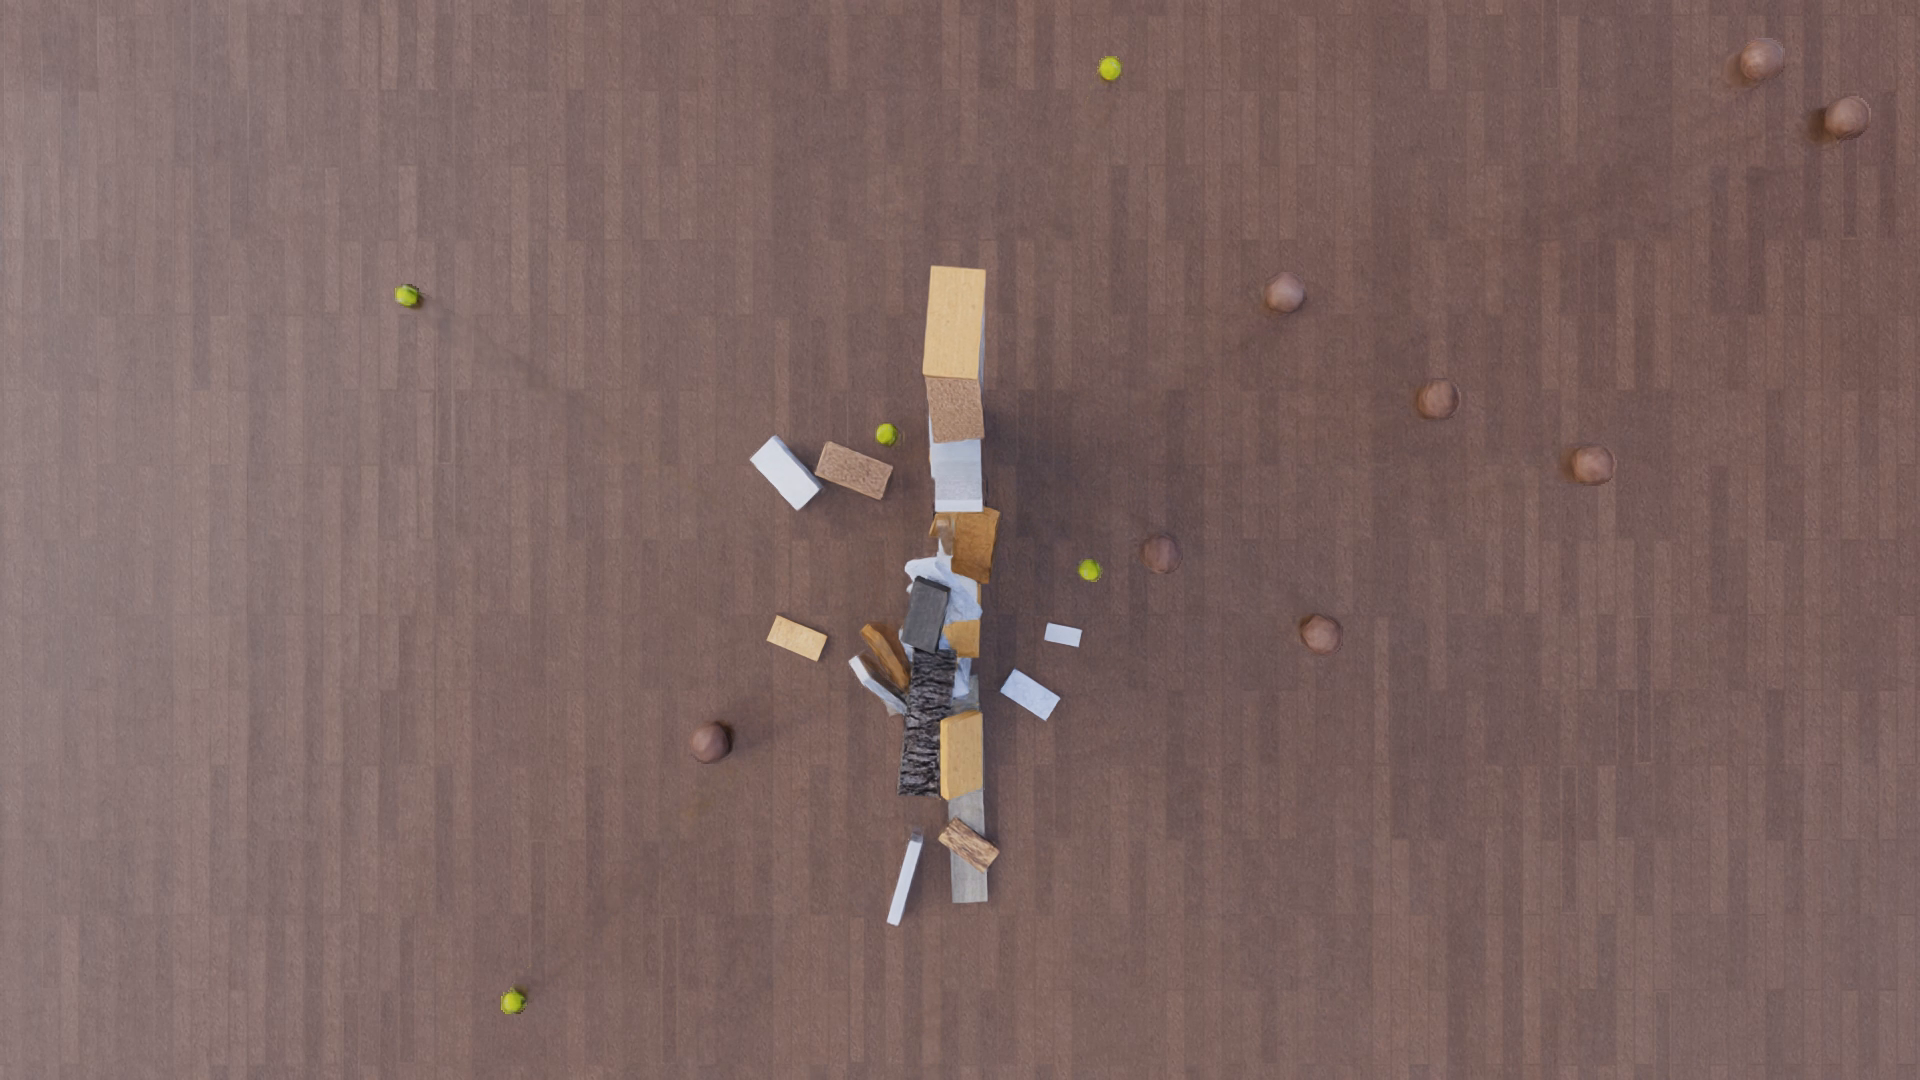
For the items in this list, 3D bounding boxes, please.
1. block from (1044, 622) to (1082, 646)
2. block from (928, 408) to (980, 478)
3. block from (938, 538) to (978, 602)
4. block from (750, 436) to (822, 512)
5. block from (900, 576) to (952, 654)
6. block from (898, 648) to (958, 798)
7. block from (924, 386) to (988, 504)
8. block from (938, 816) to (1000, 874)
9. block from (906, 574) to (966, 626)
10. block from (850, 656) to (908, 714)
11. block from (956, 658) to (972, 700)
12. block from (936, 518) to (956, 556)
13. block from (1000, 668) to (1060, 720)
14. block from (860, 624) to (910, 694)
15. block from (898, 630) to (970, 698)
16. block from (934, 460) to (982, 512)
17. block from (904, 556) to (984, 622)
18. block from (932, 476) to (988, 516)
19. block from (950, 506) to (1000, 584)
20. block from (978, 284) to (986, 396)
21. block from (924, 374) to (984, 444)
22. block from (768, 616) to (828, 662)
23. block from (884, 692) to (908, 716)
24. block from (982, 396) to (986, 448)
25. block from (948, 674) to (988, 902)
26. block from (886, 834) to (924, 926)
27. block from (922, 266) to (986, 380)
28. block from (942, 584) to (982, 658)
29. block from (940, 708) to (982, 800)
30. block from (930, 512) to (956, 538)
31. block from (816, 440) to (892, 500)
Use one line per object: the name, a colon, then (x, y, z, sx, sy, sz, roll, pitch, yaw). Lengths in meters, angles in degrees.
block: (0.343, 0.316, 5.492, 0.116, 0.016, 0.058, 12, 90, 0)
block: (-0.016, -0.329, 4.787, 0.145, 0.041, 0.290, -2, 90, 0)
block: (-0.007, 0.077, 5.441, 0.134, 0.038, 0.267, 2, 72, 0)
block: (-0.575, -0.221, 5.461, 0.232, 0.033, 0.116, 47, 114, 0)
block: (-0.107, 0.237, 5.186, 0.116, 0.033, 0.232, 21, 120, 14)
block: (-0.107, 0.595, 5.334, 0.138, 0.039, 0.520, 3, 112, -9)
block: (-0.013, -0.293, 5.123, 0.176, 0.050, 0.352, -3, 90, 0)
block: (0.029, 1.008, 5.454, 0.187, 0.027, 0.094, 37, 90, 0)
block: (-0.073, 0.193, 5.226, 0.090, 0.026, 0.181, -30, 117, 35)
block: (-0.261, 0.472, 5.368, 0.033, 0.117, 0.233, -43, 132, 4)
block: (-0.014, 0.423, 5.390, 0.094, 0.027, 0.187, 9, 87, 6)
block: (-0.022, -0.009, 5.357, 0.082, 0.165, 0.023, -5, 54, 8)
block: (0.233, 0.514, 5.487, 0.181, 0.026, 0.090, 33, 90, 0)
block: (-0.231, 0.385, 5.307, 0.033, 0.117, 0.233, -37, 120, -12)
block: (-0.083, 0.393, 5.310, 0.134, 0.038, 0.267, -20, 108, 14)
block: (-0.004, -0.152, 4.641, 0.130, 0.259, 0.037, -1, 117, 0)
block: (-0.051, 0.159, 5.242, 0.259, 0.130, 0.037, 51, 50, -30)
block: (0.000, -0.126, 5.324, 0.176, 0.352, 0.050, -1, 75, 0)
block: (0.047, 0.008, 5.231, 0.130, 0.402, 0.037, 20, 60, 8)
block: (-0.002, -0.562, 5.002, 0.148, 1.029, 0.042, -2, 73, 0)
block: (-0.015, -0.390, 4.636, 0.148, 0.296, 0.042, -7, 53, 0)
block: (-0.541, 0.326, 5.487, 0.181, 0.026, 0.090, 23, 90, 0)
block: (-0.189, 0.540, 5.492, 0.116, 0.016, 0.058, -20, 90, 0)
block: (-0.008, -0.369, 5.324, 0.176, 0.352, 0.050, -7, 74, 0)
block: (0.017, 0.825, 5.483, 0.117, 0.033, 0.752, -3, 90, 0)
block: (-0.180, 1.116, 5.430, 0.039, 0.138, 0.276, 16, 90, 1)
block: (-0.016, -0.589, 4.484, 0.148, 0.042, 0.296, 5, 90, 0)
block: (-0.001, 0.261, 5.407, 0.134, 0.038, 0.267, 2, 55, 1)
block: (0.005, 0.698, 5.364, 0.138, 0.039, 0.276, -15, 116, -33)
block: (-0.039, -0.069, 5.325, 0.082, 0.261, 0.023, 2, 67, -9)
block: (-0.351, -0.230, 5.445, 0.232, 0.033, 0.116, 21, 73, -11)
